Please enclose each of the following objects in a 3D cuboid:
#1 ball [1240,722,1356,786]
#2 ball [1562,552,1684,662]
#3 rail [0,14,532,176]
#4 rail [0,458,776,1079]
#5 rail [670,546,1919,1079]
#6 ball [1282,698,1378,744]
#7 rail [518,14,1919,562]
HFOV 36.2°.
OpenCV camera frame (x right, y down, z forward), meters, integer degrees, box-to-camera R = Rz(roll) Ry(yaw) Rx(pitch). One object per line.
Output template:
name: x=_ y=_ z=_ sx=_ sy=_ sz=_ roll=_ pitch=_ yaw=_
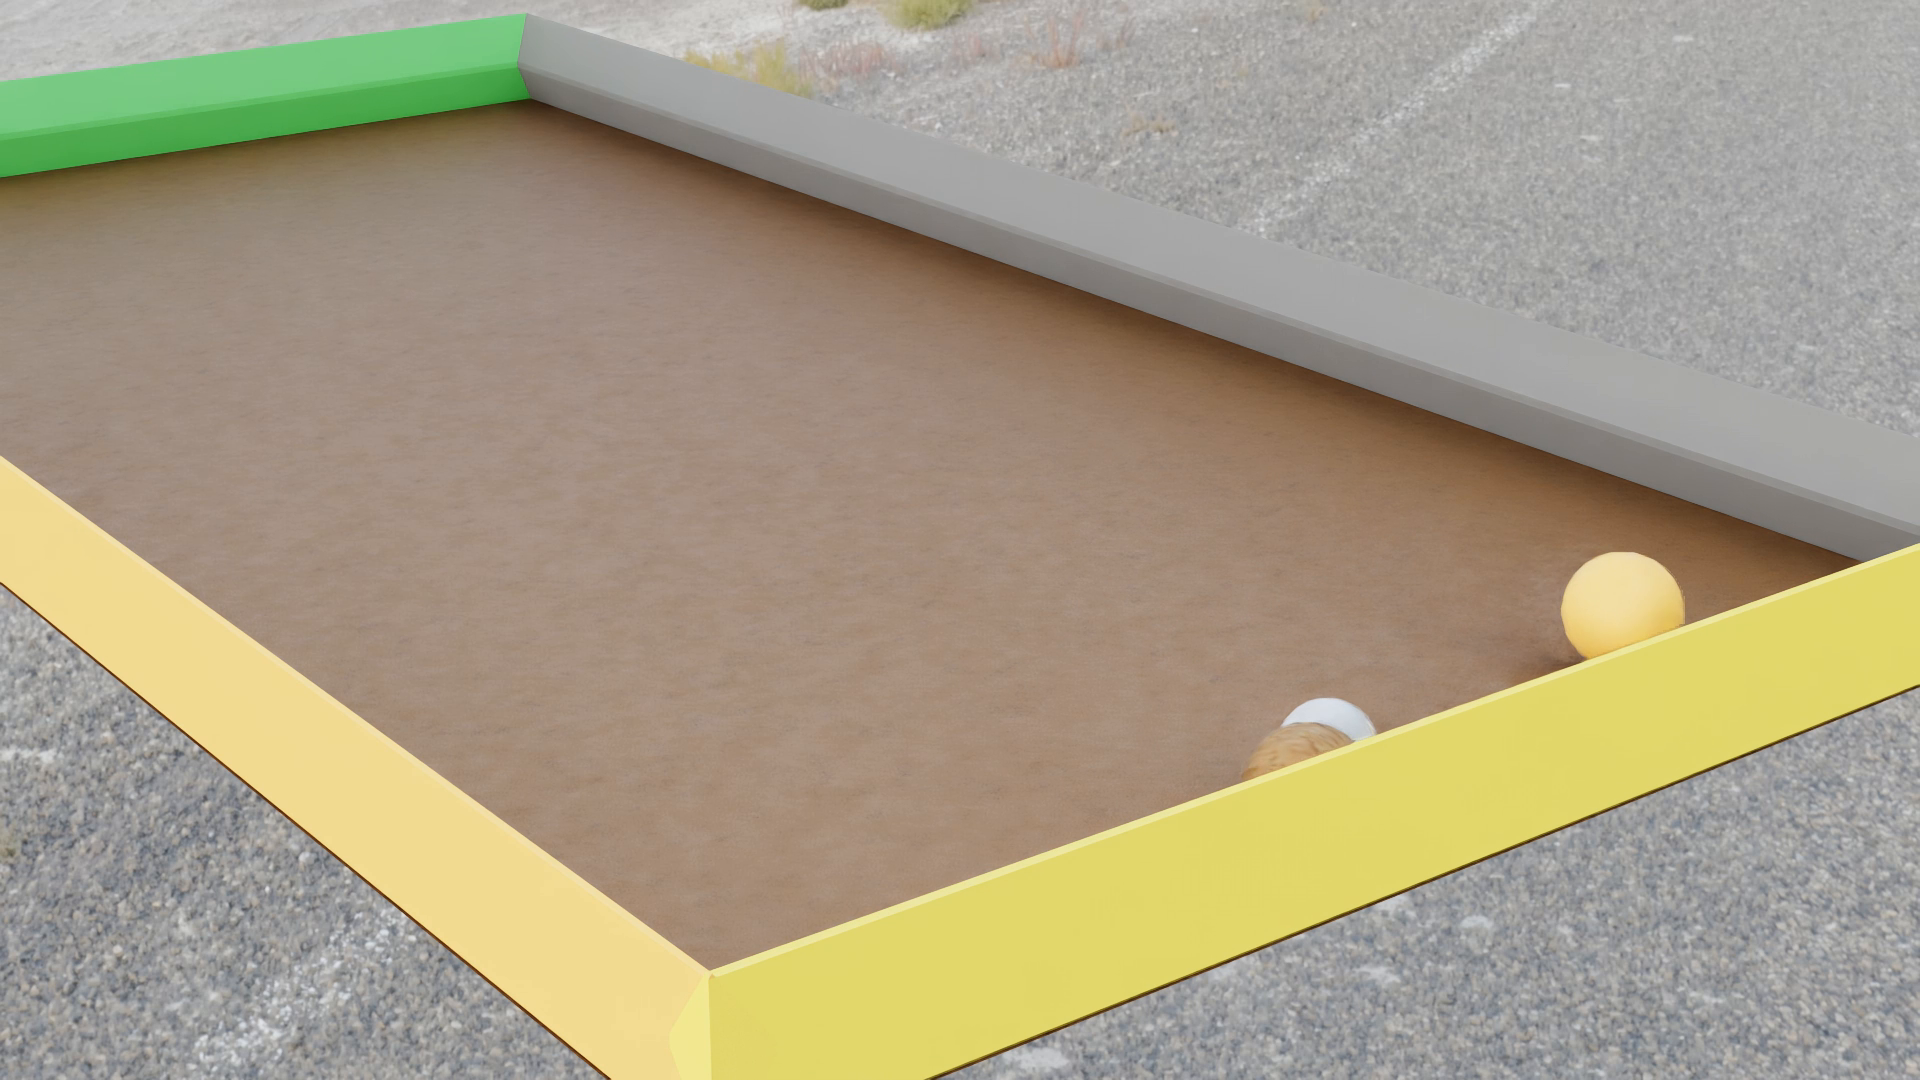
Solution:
ball: x=0.248 y=0.177 z=2.100 sx=0.095 sy=0.095 sz=0.095 roll=0 pitch=21 yaw=0
ball: x=0.542 y=0.058 z=2.408 sx=0.098 sy=0.098 sz=0.098 roll=0 pitch=21 yaw=0
rail: x=-1.174 y=-0.575 z=4.022 sx=1.357 sy=0.127 sz=0.045 roll=-15 pitch=26 yaw=-34
rail: x=-0.917 y=-0.068 z=2.695 sx=0.045 sy=0.127 sz=2.619 roll=-15 pitch=26 yaw=-34
rail: x=0.382 y=0.156 z=2.108 sx=1.357 sy=0.127 sz=0.045 roll=-15 pitch=26 yaw=-34
ball: x=0.273 y=0.155 z=2.185 sx=0.076 sy=0.076 sz=0.076 roll=0 pitch=21 yaw=0
rail: x=0.125 y=-0.351 z=3.435 sx=0.045 sy=0.127 sz=2.619 roll=-15 pitch=26 yaw=-34
